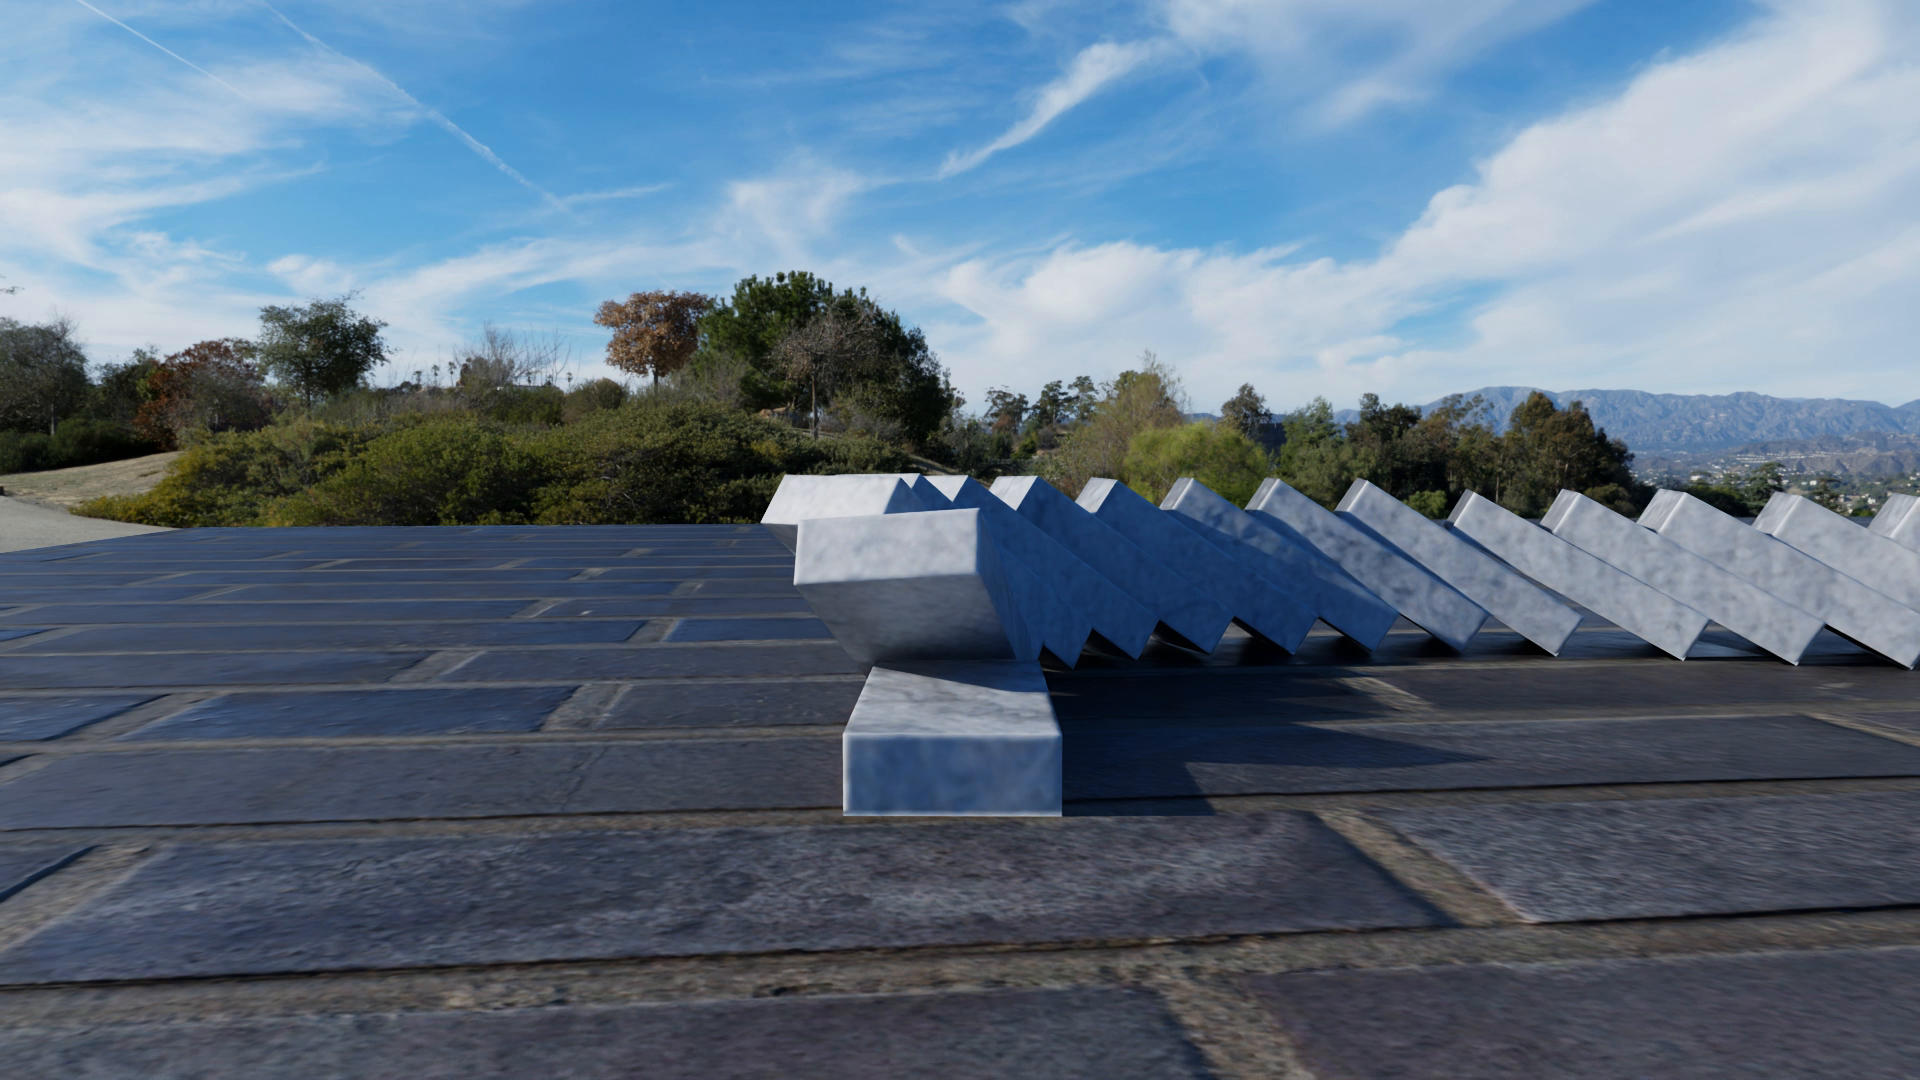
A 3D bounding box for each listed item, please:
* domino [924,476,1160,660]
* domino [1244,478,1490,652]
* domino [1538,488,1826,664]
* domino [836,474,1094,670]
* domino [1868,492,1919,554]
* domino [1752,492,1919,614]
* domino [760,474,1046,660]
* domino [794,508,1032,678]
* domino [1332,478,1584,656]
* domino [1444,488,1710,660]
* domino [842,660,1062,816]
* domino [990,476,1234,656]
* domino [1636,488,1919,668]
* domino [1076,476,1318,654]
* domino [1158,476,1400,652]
[{"bbox_3d":[0.012,0.005,0.251,0.050,0.010,0.025,36,-13,-23],"label":"domino"},{"bbox_3d":[0.085,0.004,0.273,0.050,0.010,0.025,33,7,4],"label":"domino"},{"bbox_3d":[0.146,0.006,0.263,0.050,0.010,0.025,31,13,13],"label":"domino"},{"bbox_3d":[-0.001,0.006,0.236,0.050,0.010,0.025,41,-23,-33],"label":"domino"},{"bbox_3d":[0.204,0.008,0.245,0.050,0.009,0.025,33,17,21],"label":"domino"},{"bbox_3d":[0.185,0.007,0.252,0.050,0.010,0.025,32,15,18],"label":"domino"},{"bbox_3d":[-0.008,0.007,0.219,0.025,0.009,0.050,3,-31,37],"label":"domino"},{"bbox_3d":[-0.005,0.011,0.192,0.025,0.009,0.050,-4,-25,10],"label":"domino"},{"bbox_3d":[0.104,0.005,0.272,0.050,0.009,0.025,34,10,8],"label":"domino"},{"bbox_3d":[0.127,0.006,0.269,0.050,0.009,0.025,31,13,13],"label":"domino"},{"bbox_3d":[-0.001,0.025,0.171,0.025,0.010,0.050,0,4,1],"label":"domino"},{"bbox_3d":[0.029,0.005,0.260,0.050,0.009,0.025,34,-7,-15],"label":"domino"},{"bbox_3d":[0.164,0.007,0.258,0.050,0.010,0.025,32,13,14],"label":"domino"},{"bbox_3d":[0.048,0.005,0.268,0.050,0.009,0.025,33,0,-7],"label":"domino"},{"bbox_3d":[0.066,0.004,0.272,0.050,0.009,0.025,33,5,1],"label":"domino"}]
